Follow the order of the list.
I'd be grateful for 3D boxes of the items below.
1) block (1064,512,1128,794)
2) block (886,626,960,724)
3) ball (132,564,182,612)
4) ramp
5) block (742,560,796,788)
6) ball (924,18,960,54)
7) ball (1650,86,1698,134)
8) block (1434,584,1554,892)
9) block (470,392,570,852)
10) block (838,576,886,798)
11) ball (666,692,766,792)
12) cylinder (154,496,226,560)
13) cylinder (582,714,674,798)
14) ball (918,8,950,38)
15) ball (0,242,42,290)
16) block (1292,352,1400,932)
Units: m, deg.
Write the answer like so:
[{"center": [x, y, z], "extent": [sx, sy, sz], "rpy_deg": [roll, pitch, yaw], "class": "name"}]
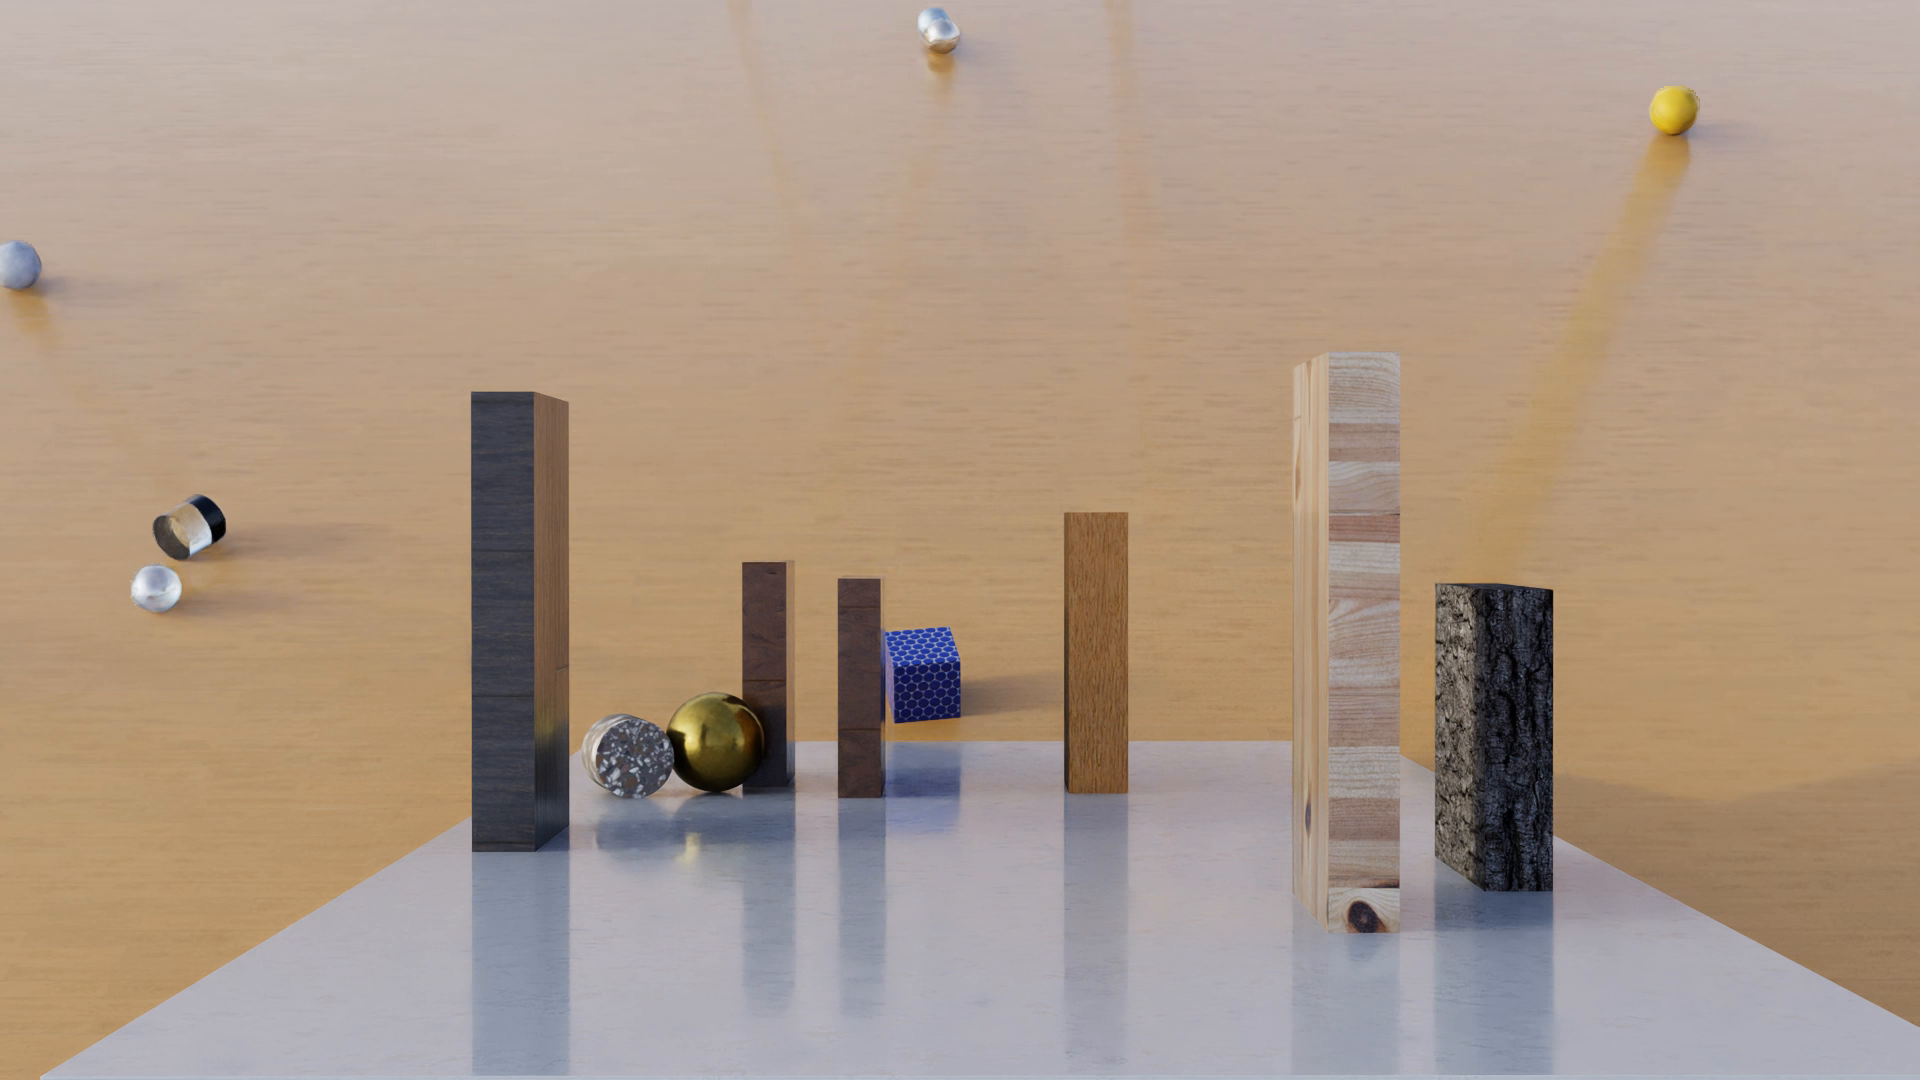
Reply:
[{"center": [0.287, 0.233, 5.470], "extent": [0.122, 0.582, 0.251], "rpy_deg": [0, 0, 0], "class": "block"}, {"center": [-0.101, 0.360, 6.907], "extent": [0.178, 0.178, 0.178], "rpy_deg": [-5, 29, -8], "class": "block"}, {"center": [-2.285, 0.138, 7.353], "extent": [0.137, 0.137, 0.137], "rpy_deg": [0, 29, 0], "class": "ball"}, {"center": [0.065, 0.580, 4.626], "extent": [2.000, 0.100, 4.000], "rpy_deg": [0, 0, 0], "class": "ramp"}, {"center": [-0.415, 0.284, 5.624], "extent": [0.094, 0.477, 0.293], "rpy_deg": [0, 0, 0], "class": "block"}, {"center": [-0.081, -2.288, 11.744], "extent": [0.159, 0.159, 0.159], "rpy_deg": [0, 29, 0], "class": "ball"}, {"center": [2.983, -1.793, 10.802], "extent": [0.199, 0.199, 0.199], "rpy_deg": [0, 29, 0], "class": "ball"}, {"center": [0.850, 0.303, 4.135], "extent": [0.104, 0.459, 0.409], "rpy_deg": [0, 0, 0], "class": "block"}, {"center": [-0.779, 0.138, 4.601], "extent": [0.107, 0.785, 0.396], "rpy_deg": [0, 0, 0], "class": "block"}, {"center": [-0.205, 0.301, 5.431], "extent": [0.088, 0.447, 0.344], "rpy_deg": [0, 0, 0], "class": "block"}, {"center": [-0.511, 0.421, 5.387], "extent": [0.208, 0.208, 0.208], "rpy_deg": [0, 29, 0], "class": "ball"}, {"center": [-2.282, -0.036, 7.660], "extent": [0.147, 0.147, 0.147], "rpy_deg": [16, 32, 26], "class": "cylinder"}, {"center": [-0.687, 0.445, 5.337], "extent": [0.162, 0.162, 0.162], "rpy_deg": [-10, 4, -18], "class": "cylinder"}, {"center": [-0.119, -2.374, 11.904], "extent": [0.155, 0.155, 0.155], "rpy_deg": [0, 29, 0], "class": "ball"}, {"center": [-3.424, -0.994, 9.375], "extent": [0.173, 0.173, 0.173], "rpy_deg": [0, 29, 0], "class": "ball"}, {"center": [0.552, 0.139, 3.724], "extent": [0.097, 0.795, 0.383], "rpy_deg": [0, 0, 0], "class": "block"}]
